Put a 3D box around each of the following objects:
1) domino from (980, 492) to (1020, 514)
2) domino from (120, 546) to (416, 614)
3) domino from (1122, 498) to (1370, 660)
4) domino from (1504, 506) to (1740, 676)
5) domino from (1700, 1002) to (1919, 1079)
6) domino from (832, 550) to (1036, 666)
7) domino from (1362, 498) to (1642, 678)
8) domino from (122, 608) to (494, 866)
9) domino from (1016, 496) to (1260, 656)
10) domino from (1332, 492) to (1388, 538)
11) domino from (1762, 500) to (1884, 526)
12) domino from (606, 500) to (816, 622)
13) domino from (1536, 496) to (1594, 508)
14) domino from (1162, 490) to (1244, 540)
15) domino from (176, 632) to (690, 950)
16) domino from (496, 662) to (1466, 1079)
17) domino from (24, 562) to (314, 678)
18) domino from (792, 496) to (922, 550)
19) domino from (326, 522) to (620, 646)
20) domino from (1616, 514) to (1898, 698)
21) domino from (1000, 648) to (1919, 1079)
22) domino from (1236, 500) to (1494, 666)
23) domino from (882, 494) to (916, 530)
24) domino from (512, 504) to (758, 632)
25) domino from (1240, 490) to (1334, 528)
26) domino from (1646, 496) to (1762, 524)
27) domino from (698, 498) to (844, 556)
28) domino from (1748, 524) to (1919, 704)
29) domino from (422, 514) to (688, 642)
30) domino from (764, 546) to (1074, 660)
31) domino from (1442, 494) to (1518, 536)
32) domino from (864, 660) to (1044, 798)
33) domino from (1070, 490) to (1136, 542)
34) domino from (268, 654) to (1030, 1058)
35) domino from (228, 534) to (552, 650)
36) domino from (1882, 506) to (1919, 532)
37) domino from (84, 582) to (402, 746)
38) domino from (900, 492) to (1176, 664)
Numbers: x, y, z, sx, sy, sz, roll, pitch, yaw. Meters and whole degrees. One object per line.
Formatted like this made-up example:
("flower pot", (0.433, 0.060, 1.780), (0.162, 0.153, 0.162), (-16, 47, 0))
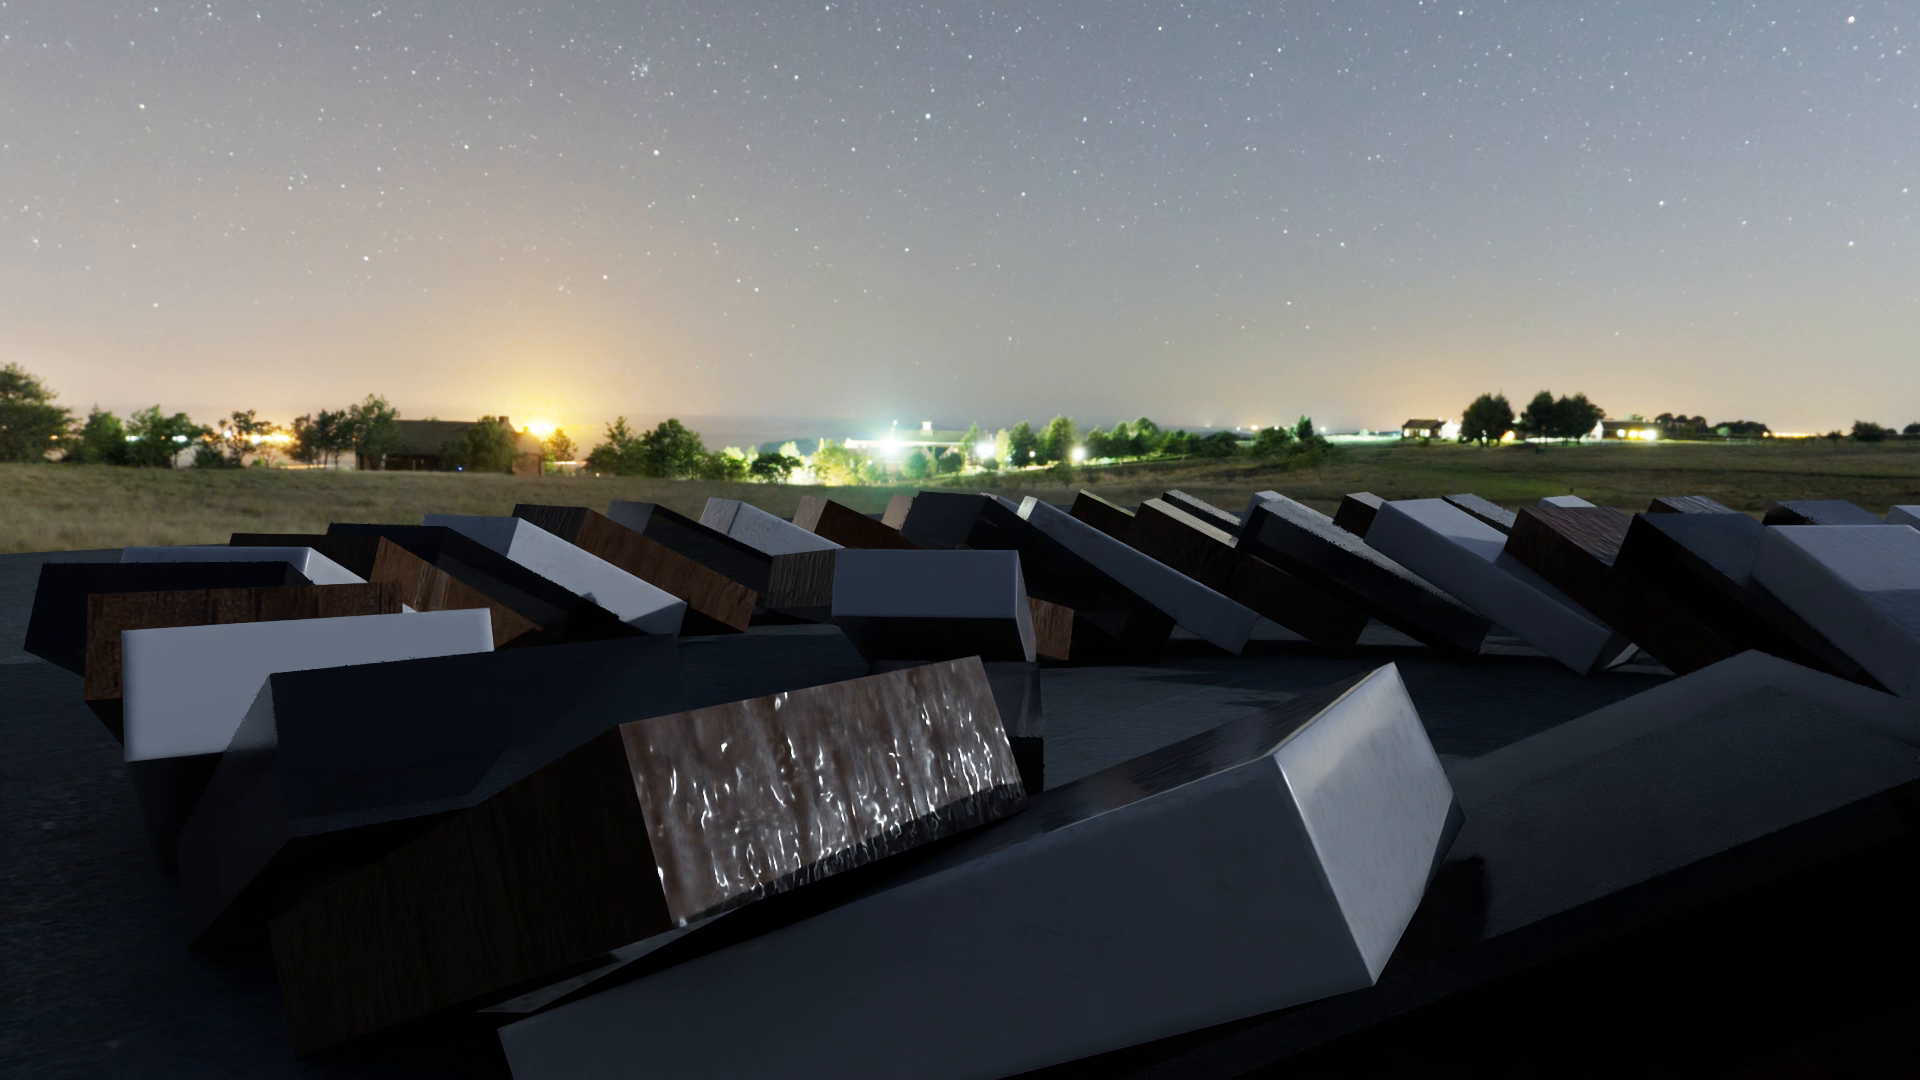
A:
("domino", (0.029, 0.002, 0.349), (0.050, 0.009, 0.025), (24, 0, -10))
("domino", (-0.092, 0.014, 0.184), (0.025, 0.009, 0.050), (0, -20, 6))
("domino", (0.060, 0.007, 0.269), (0.050, 0.009, 0.025), (28, 11, 12))
("domino", (0.130, 0.010, 0.240), (0.025, 0.009, 0.050), (-1, 29, -22))
("domino", (0.052, 0.022, 0.072), (0.050, 0.010, 0.025), (-25, 3, 3))
("domino", (-0.002, 0.014, 0.197), (0.025, 0.010, 0.050), (0, -18, 7))
("domino", (0.109, 0.008, 0.256), (0.025, 0.009, 0.050), (-4, 32, -44))
("domino", (-0.059, 0.019, 0.117), (0.025, 0.009, 0.050), (-3, -19, -30))
("domino", (0.035, 0.007, 0.265), (0.050, 0.009, 0.025), (27, 2, -4))
("domino", (0.126, 0.002, 0.341), (0.050, 0.010, 0.025), (29, 17, 25))
("domino", (0.207, 0.007, 0.282), (0.025, 0.009, 0.050), (-1, 29, -23))
("domino", (-0.057, 0.005, 0.301), (0.050, 0.009, 0.025), (27, -13, -35))
("domino", (0.169, 0.004, 0.317), (0.050, 0.010, 0.025), (34, 25, 35))
("domino", (0.079, 0.001, 0.355), (0.050, 0.010, 0.025), (26, 11, 13))
("domino", (-0.042, 0.020, 0.098), (0.025, 0.010, 0.050), (-4, -19, -38))
("domino", (0.001, 0.022, 0.073), (0.050, 0.009, 0.025), (-27, -9, 28))
("domino", (-0.087, 0.016, 0.159), (0.025, 0.009, 0.050), (0, -21, -5))
("domino", (-0.017, 0.003, 0.331), (0.050, 0.010, 0.025), (24, -5, -20))
("domino", (-0.088, 0.011, 0.233), (0.025, 0.009, 0.050), (2, -20, 21))
("domino", (0.140, 0.011, 0.218), (0.025, 0.009, 0.050), (0, 29, -15))
("domino", (0.028, 0.022, 0.072), (0.050, 0.009, 0.025), (-25, 1, 9))
("domino", (0.084, 0.008, 0.265), (0.050, 0.009, 0.025), (30, 16, 22))
("domino", (0.005, 0.002, 0.341), (0.050, 0.009, 0.025), (24, -2, -16))
("domino", (-0.071, 0.007, 0.280), (0.025, 0.009, 0.050), (3, -20, 38))
("domino", (0.103, 0.002, 0.350), (0.050, 0.010, 0.025), (28, 14, 20))
("domino", (0.190, 0.005, 0.301), (0.025, 0.009, 0.050), (-3, 30, -35))
("domino", (-0.038, 0.004, 0.318), (0.050, 0.009, 0.025), (25, -8, -27))
("domino", (0.147, 0.014, 0.193), (0.025, 0.010, 0.050), (0, 28, -5))
("domino", (-0.081, 0.009, 0.257), (0.025, 0.010, 0.050), (2, -19, 28))
("domino", (-0.006, 0.012, 0.230), (0.050, 0.009, 0.025), (17, -14, -38))
("domino", (0.149, 0.003, 0.330), (0.050, 0.009, 0.025), (32, 22, 32))
("domino", (-0.002, 0.025, 0.171), (0.025, 0.010, 0.050), (0, 4, 3))
("domino", (0.054, 0.001, 0.356), (0.050, 0.010, 0.025), (25, 7, 4))
("domino", (-0.022, 0.021, 0.083), (0.025, 0.009, 0.050), (-5, -18, -47))
("domino", (-0.091, 0.012, 0.209), (0.025, 0.009, 0.050), (1, -20, 12))
("domino", (0.218, 0.008, 0.260), (0.025, 0.010, 0.050), (-1, 29, -16))
("domino", (-0.073, 0.018, 0.137), (0.025, 0.009, 0.050), (-2, -20, -24))
("domino", (0.015, 0.007, 0.248), (0.050, 0.009, 0.025), (32, -12, -28))
